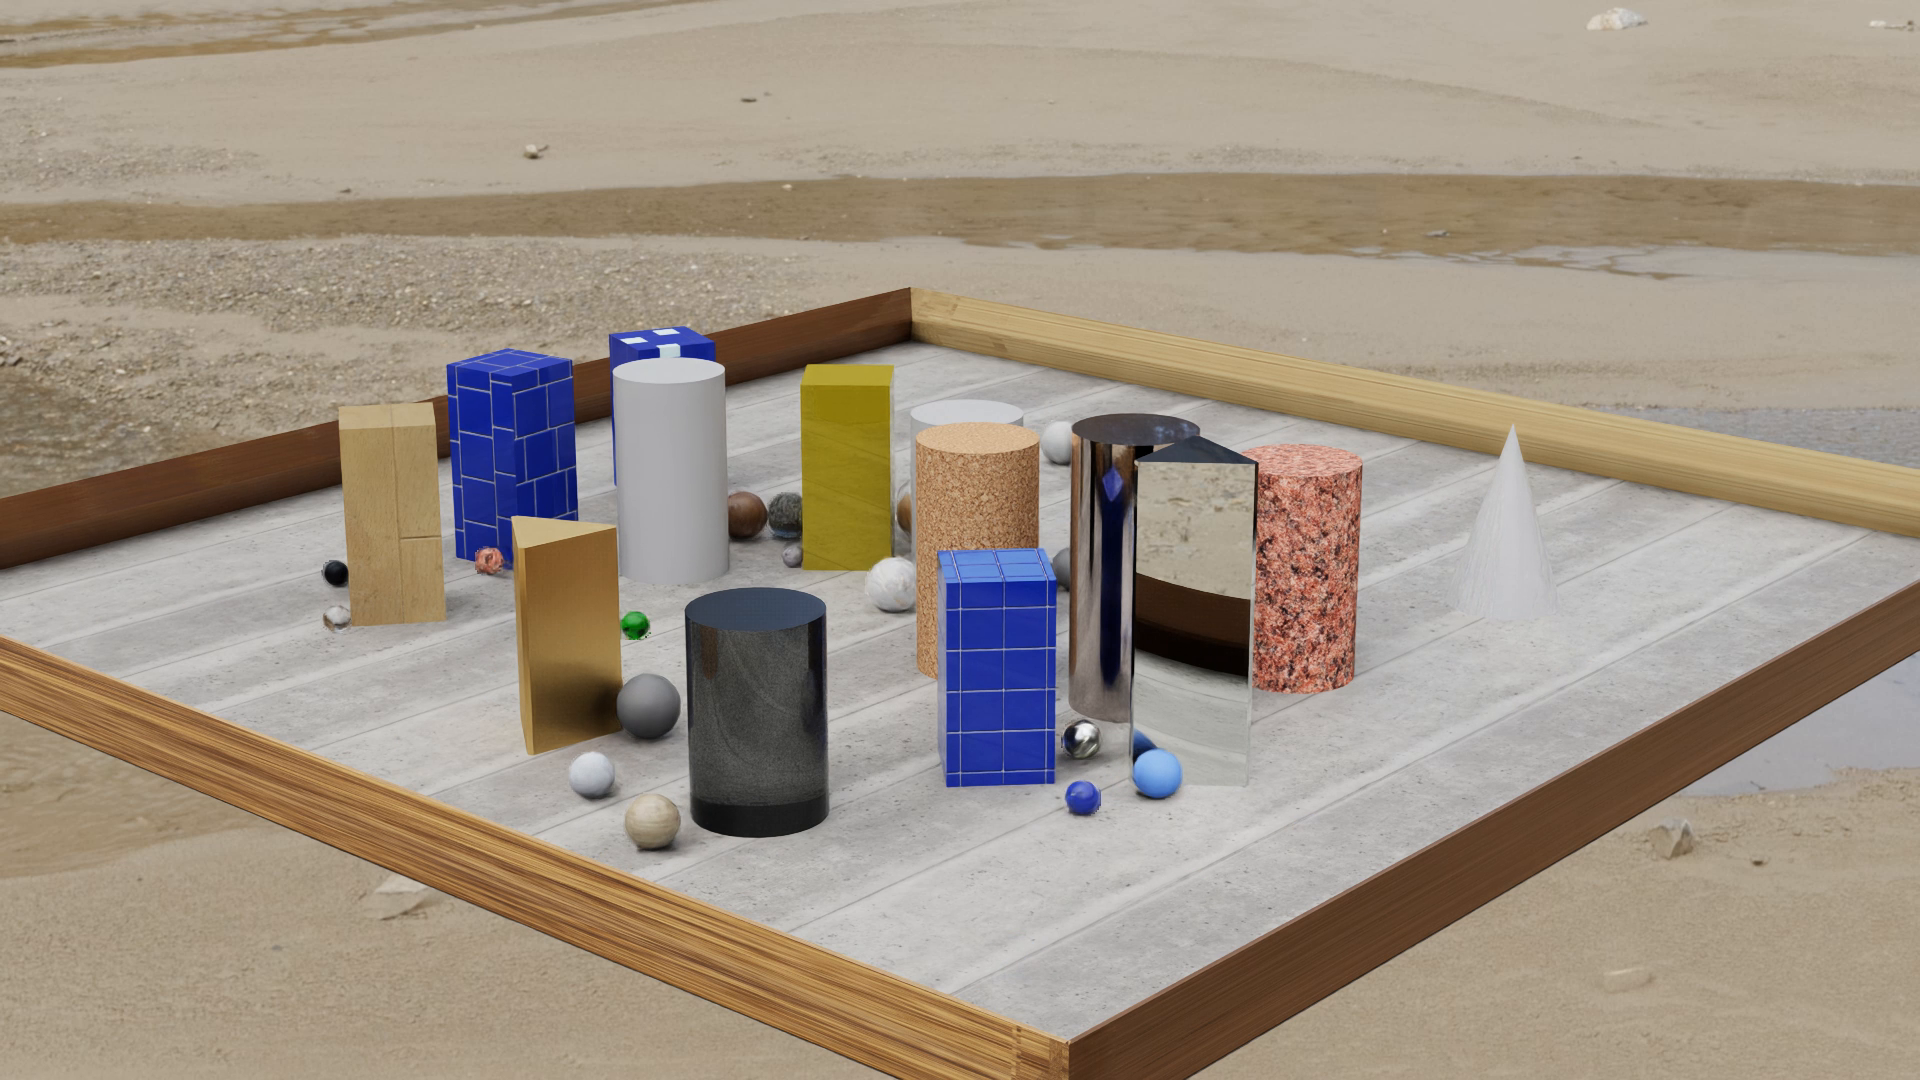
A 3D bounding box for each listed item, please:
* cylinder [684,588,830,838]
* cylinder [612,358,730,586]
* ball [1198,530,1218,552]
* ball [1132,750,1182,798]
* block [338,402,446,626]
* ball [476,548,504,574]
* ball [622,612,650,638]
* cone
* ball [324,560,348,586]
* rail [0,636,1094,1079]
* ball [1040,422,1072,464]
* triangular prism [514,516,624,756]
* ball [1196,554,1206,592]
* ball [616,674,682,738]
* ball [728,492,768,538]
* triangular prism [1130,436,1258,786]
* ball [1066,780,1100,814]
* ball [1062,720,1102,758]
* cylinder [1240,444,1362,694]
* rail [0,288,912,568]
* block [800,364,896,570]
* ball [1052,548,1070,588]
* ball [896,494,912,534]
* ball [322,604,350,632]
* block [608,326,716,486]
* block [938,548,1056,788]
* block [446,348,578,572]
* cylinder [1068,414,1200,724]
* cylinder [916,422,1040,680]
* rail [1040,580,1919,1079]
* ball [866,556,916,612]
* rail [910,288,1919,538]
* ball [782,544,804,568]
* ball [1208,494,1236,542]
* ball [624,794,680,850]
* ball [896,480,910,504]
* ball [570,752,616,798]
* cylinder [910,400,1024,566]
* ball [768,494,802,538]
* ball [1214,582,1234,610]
[{"bbox_3d":[-0.285,0.241,4.128,0.198,0.303,0.198,0,17,0],"label":"cylinder"},{"bbox_3d":[-0.514,-0.124,5.229,0.198,0.367,0.198,0,17,0],"label":"cylinder"},{"bbox_3d":[0.450,0.002,5.372,0.043,0.043,0.043,0,17,0],"label":"ball"},{"bbox_3d":[0.283,0.336,4.218,0.070,0.070,0.070,0,17,0],"label":"ball"},{"bbox_3d":[-0.969,-0.045,5.004,0.158,0.345,0.158,-3,17,-11],"label":"block"},{"bbox_3d":[-0.840,0.038,5.241,0.050,0.050,0.050,0,17,0],"label":"ball"},{"bbox_3d":[-0.543,0.142,4.900,0.047,0.047,0.047,0,17,0],"label":"ball"},{"bbox_3d":[0.944,-0.047,5.049,0.198,0.322,0.198,0,17,0],"label":"cone"},{"bbox_3d":[-1.102,0.059,5.182,0.044,0.044,0.044,0,17,0],"label":"ball"},{"bbox_3d":[-0.922,0.339,4.103,2.797,0.128,0.045,14,22,39],"label":"rail"},{"bbox_3d":[0.207,-0.199,5.964,0.086,0.086,0.086,0,17,0],"label":"ball"},{"bbox_3d":[-0.628,0.135,4.445,0.171,0.324,0.148,-14,22,-40],"label":"triangular prism"},{"bbox_3d":[0.391,0.056,5.126,0.081,0.081,0.081,0,17,0],"label":"ball"},{"bbox_3d":[-0.472,0.252,4.446,0.099,0.099,0.099,0,17,0],"label":"ball"},{"bbox_3d":[-0.402,-0.046,5.456,0.087,0.087,0.087,0,17,0],"label":"ball"},{"bbox_3d":[0.339,0.102,4.273,0.171,0.486,0.148,1,17,4],"label":"triangular prism"},{"bbox_3d":[0.173,0.365,4.158,0.048,0.048,0.048,0,17,0],"label":"ball"},{"bbox_3d":[0.182,0.297,4.366,0.058,0.058,0.058,0,17,0],"label":"ball"},{"bbox_3d":[0.537,0.044,4.688,0.198,0.357,0.198,0,17,0],"label":"cylinder"},{"bbox_3d":[-1.038,-0.228,5.983,0.045,0.128,2.860,14,22,39],"label":"rail"},{"bbox_3d":[-0.201,-0.132,5.296,0.158,0.343,0.158,0,17,2],"label":"block"},{"bbox_3d":[0.198,0.049,5.162,0.074,0.074,0.074,0,17,0],"label":"ball"},{"bbox_3d":[-0.078,-0.049,5.407,0.080,0.080,0.080,0,17,0],"label":"ball"},{"bbox_3d":[-1.049,0.132,4.933,0.047,0.047,0.047,0,17,0],"label":"ball"},{"bbox_3d":[-0.580,-0.246,5.740,0.158,0.306,0.158,-8,19,-26],"label":"block"},{"bbox_3d":[0.052,0.186,4.298,0.158,0.311,0.158,-1,17,-5],"label":"block"},{"bbox_3d":[-0.808,-0.146,5.313,0.158,0.361,0.158,11,20,33],"label":"block"},{"bbox_3d":[0.269,0.042,4.544,0.198,0.443,0.198,0,17,0],"label":"cylinder"},{"bbox_3d":[0.028,0.020,4.724,0.198,0.382,0.198,0,17,0],"label":"cylinder"},{"bbox_3d":[1.038,0.292,4.257,0.045,0.128,2.860,14,22,39],"label":"rail"},{"bbox_3d":[-0.113,0.076,5.036,0.095,0.095,0.095,0,17,0],"label":"ball"},{"bbox_3d":[0.922,-0.274,6.137,2.797,0.128,0.045,14,22,39],"label":"rail"},{"bbox_3d":[-0.301,0.029,5.287,0.040,0.040,0.040,0,17,0],"label":"ball"},{"bbox_3d":[0.503,-0.041,5.437,0.088,0.088,0.088,0,17,0],"label":"ball"},{"bbox_3d":[-0.423,0.387,4.036,0.076,0.076,0.076,0,17,0],"label":"ball"},{"bbox_3d":[-0.078,-0.077,5.562,0.085,0.085,0.085,0,17,0],"label":"ball"},{"bbox_3d":[-0.529,0.338,4.219,0.065,0.065,0.065,0,17,0],"label":"ball"},{"bbox_3d":[0.012,-0.074,5.165,0.198,0.308,0.198,0,17,0],"label":"cylinder"},{"bbox_3d":[-0.317,-0.045,5.460,0.083,0.083,0.083,0,17,0],"label":"ball"},{"bbox_3d":[0.460,0.097,5.050,0.047,0.047,0.047,0,17,0],"label":"ball"}]
